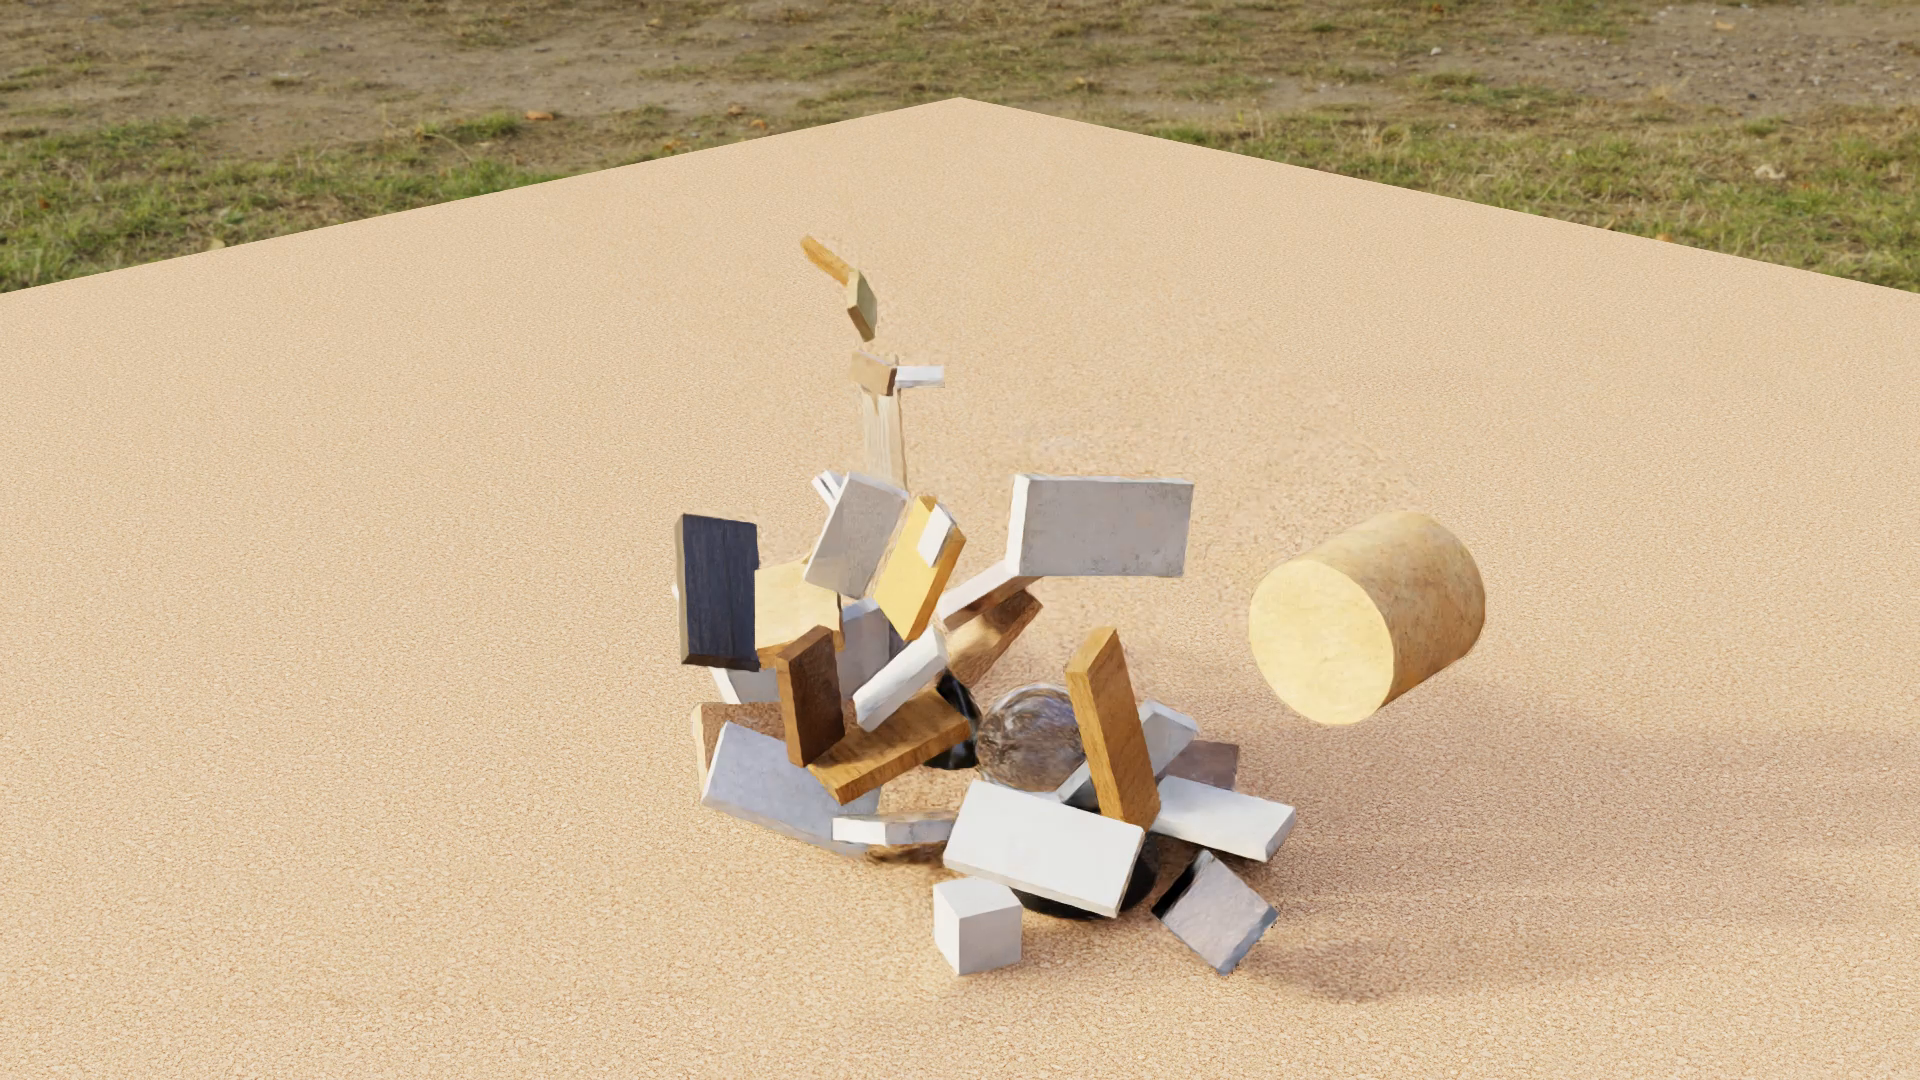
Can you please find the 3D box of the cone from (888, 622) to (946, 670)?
[{"bbox_3d":[-0.112,0.243,5.035,0.242,0.242,0.242,26,24,-3],"label":"cone"}]

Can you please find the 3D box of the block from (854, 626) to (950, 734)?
[{"bbox_3d":[-0.113,0.265,4.197,0.213,0.030,0.107,-42,26,15],"label":"block"}]

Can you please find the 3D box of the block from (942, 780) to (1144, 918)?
[{"bbox_3d":[0.136,0.498,3.561,0.293,0.042,0.147,14,60,15],"label":"block"}]

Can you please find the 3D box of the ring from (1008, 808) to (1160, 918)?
[{"bbox_3d":[0.220,0.612,4.183,0.321,0.107,0.321,0,22,0],"label":"ring"}]

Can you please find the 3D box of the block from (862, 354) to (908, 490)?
[{"bbox_3d":[-0.149,-0.223,4.309,0.073,0.274,0.021,-2,6,18],"label":"block"}]

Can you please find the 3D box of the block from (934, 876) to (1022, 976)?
[{"bbox_3d":[0.032,0.692,3.974,0.121,0.121,0.121,-9,25,-20],"label":"block"}]

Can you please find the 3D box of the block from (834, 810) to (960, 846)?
[{"bbox_3d":[-0.088,0.553,4.236,0.144,0.041,0.288,-1,-3,45],"label":"block"}]

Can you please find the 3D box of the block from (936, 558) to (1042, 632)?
[{"bbox_3d":[0.056,0.092,4.191,0.213,0.030,0.107,-31,20,1],"label":"block"}]

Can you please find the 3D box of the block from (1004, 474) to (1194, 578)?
[{"bbox_3d":[0.213,-0.020,3.331,0.293,0.147,0.042,1,11,-28],"label":"block"}]

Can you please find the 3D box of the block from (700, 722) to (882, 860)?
[{"bbox_3d":[-0.325,0.488,4.280,0.332,0.047,0.166,21,54,-12],"label":"block"}]

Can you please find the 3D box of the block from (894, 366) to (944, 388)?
[{"bbox_3d":[-0.084,-0.299,4.022,0.106,0.015,0.053,-1,33,3],"label":"block"}]

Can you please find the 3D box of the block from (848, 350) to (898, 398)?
[{"bbox_3d":[-0.153,-0.293,3.863,0.015,0.053,0.106,-6,25,-42],"label":"block"}]

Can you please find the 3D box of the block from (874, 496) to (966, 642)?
[{"bbox_3d":[-0.075,0.053,4.033,0.035,0.247,0.123,-6,45,-37],"label":"block"}]

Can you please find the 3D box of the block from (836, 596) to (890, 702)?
[{"bbox_3d":[-0.231,0.302,4.603,0.173,0.346,0.049,-21,35,-41],"label":"block"}]

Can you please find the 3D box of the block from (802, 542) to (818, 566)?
[{"bbox_3d":[-0.248,0.013,4.360,0.061,0.137,0.017,37,22,-18],"label":"block"}]

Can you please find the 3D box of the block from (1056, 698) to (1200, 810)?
[{"bbox_3d":[0.327,0.432,4.287,0.135,0.271,0.038,26,25,-38],"label":"block"}]

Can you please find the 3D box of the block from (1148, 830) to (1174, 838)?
[{"bbox_3d":[0.467,0.557,4.342,0.271,0.038,0.135,4,6,12],"label":"block"}]

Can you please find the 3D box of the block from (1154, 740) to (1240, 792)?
[{"bbox_3d":[0.414,0.474,4.479,0.288,0.041,0.144,6,67,14],"label":"block"}]

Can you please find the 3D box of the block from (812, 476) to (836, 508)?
[{"bbox_3d":[-0.243,-0.079,4.402,0.061,0.017,0.122,9,36,-50],"label":"block"}]

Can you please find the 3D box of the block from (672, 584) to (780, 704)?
[{"bbox_3d":[-0.483,0.226,4.845,0.173,0.346,0.049,-21,-8,-41],"label":"block"}]

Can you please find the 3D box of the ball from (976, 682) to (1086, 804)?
[{"bbox_3d":[0.163,0.420,4.422,0.266,0.266,0.266,0,23,0],"label":"ball"}]

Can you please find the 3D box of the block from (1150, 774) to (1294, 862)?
[{"bbox_3d":[0.492,0.534,4.233,0.271,0.038,0.135,12,32,29],"label":"block"}]

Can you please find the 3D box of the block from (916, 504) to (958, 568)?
[{"bbox_3d":[-0.042,-0.008,3.939,0.015,0.106,0.053,-6,44,-37],"label":"block"}]

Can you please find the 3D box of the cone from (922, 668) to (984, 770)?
[{"bbox_3d":[-0.018,0.346,4.678,0.208,0.208,0.208,0,23,0],"label":"cone"}]

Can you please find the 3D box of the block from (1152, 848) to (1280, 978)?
[{"bbox_3d":[0.450,0.658,3.890,0.147,0.147,0.147,42,-2,-1],"label":"block"}]

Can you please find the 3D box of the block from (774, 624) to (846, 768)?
[{"bbox_3d":[-0.281,0.295,4.137,0.035,0.247,0.123,19,39,34],"label":"block"}]

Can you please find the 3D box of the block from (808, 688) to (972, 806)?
[{"bbox_3d":[-0.137,0.394,4.204,0.288,0.041,0.144,-27,32,-17],"label":"block"}]

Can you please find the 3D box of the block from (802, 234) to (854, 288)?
[{"bbox_3d":[-0.235,-0.517,4.178,0.147,0.073,0.021,39,81,20],"label":"block"}]

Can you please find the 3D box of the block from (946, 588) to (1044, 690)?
[{"bbox_3d":[0.057,0.176,4.244,0.030,0.213,0.107,39,3,-40],"label":"block"}]

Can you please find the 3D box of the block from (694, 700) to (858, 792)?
[{"bbox_3d":[-0.358,0.410,4.381,0.332,0.166,0.047,1,-19,-25],"label":"block"}]

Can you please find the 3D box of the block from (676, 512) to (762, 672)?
[{"bbox_3d":[-0.522,0.113,4.780,0.173,0.049,0.346,8,57,-25],"label":"block"}]

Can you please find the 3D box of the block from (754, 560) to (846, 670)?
[{"bbox_3d":[-0.322,0.138,4.387,0.166,0.047,0.332,-13,27,1],"label":"block"}]

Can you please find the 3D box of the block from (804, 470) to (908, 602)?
[{"bbox_3d":[-0.205,-0.007,4.320,0.123,0.247,0.035,20,26,-11],"label":"block"}]

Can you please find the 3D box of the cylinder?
[{"bbox_3d":[0.681,0.127,3.680,0.283,0.283,0.283,20,30,39],"label":"cylinder"}]

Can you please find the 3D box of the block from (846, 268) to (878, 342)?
[{"bbox_3d":[-0.176,-0.421,3.945,0.021,0.073,0.147,-22,30,13],"label":"block"}]

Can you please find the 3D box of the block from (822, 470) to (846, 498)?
[{"bbox_3d":[-0.227,-0.090,4.389,0.061,0.017,0.121,23,24,-43],"label":"block"}]

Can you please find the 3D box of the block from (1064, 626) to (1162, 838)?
[{"bbox_3d":[0.271,0.354,3.856,0.042,0.382,0.147,-1,28,28],"label":"block"}]
